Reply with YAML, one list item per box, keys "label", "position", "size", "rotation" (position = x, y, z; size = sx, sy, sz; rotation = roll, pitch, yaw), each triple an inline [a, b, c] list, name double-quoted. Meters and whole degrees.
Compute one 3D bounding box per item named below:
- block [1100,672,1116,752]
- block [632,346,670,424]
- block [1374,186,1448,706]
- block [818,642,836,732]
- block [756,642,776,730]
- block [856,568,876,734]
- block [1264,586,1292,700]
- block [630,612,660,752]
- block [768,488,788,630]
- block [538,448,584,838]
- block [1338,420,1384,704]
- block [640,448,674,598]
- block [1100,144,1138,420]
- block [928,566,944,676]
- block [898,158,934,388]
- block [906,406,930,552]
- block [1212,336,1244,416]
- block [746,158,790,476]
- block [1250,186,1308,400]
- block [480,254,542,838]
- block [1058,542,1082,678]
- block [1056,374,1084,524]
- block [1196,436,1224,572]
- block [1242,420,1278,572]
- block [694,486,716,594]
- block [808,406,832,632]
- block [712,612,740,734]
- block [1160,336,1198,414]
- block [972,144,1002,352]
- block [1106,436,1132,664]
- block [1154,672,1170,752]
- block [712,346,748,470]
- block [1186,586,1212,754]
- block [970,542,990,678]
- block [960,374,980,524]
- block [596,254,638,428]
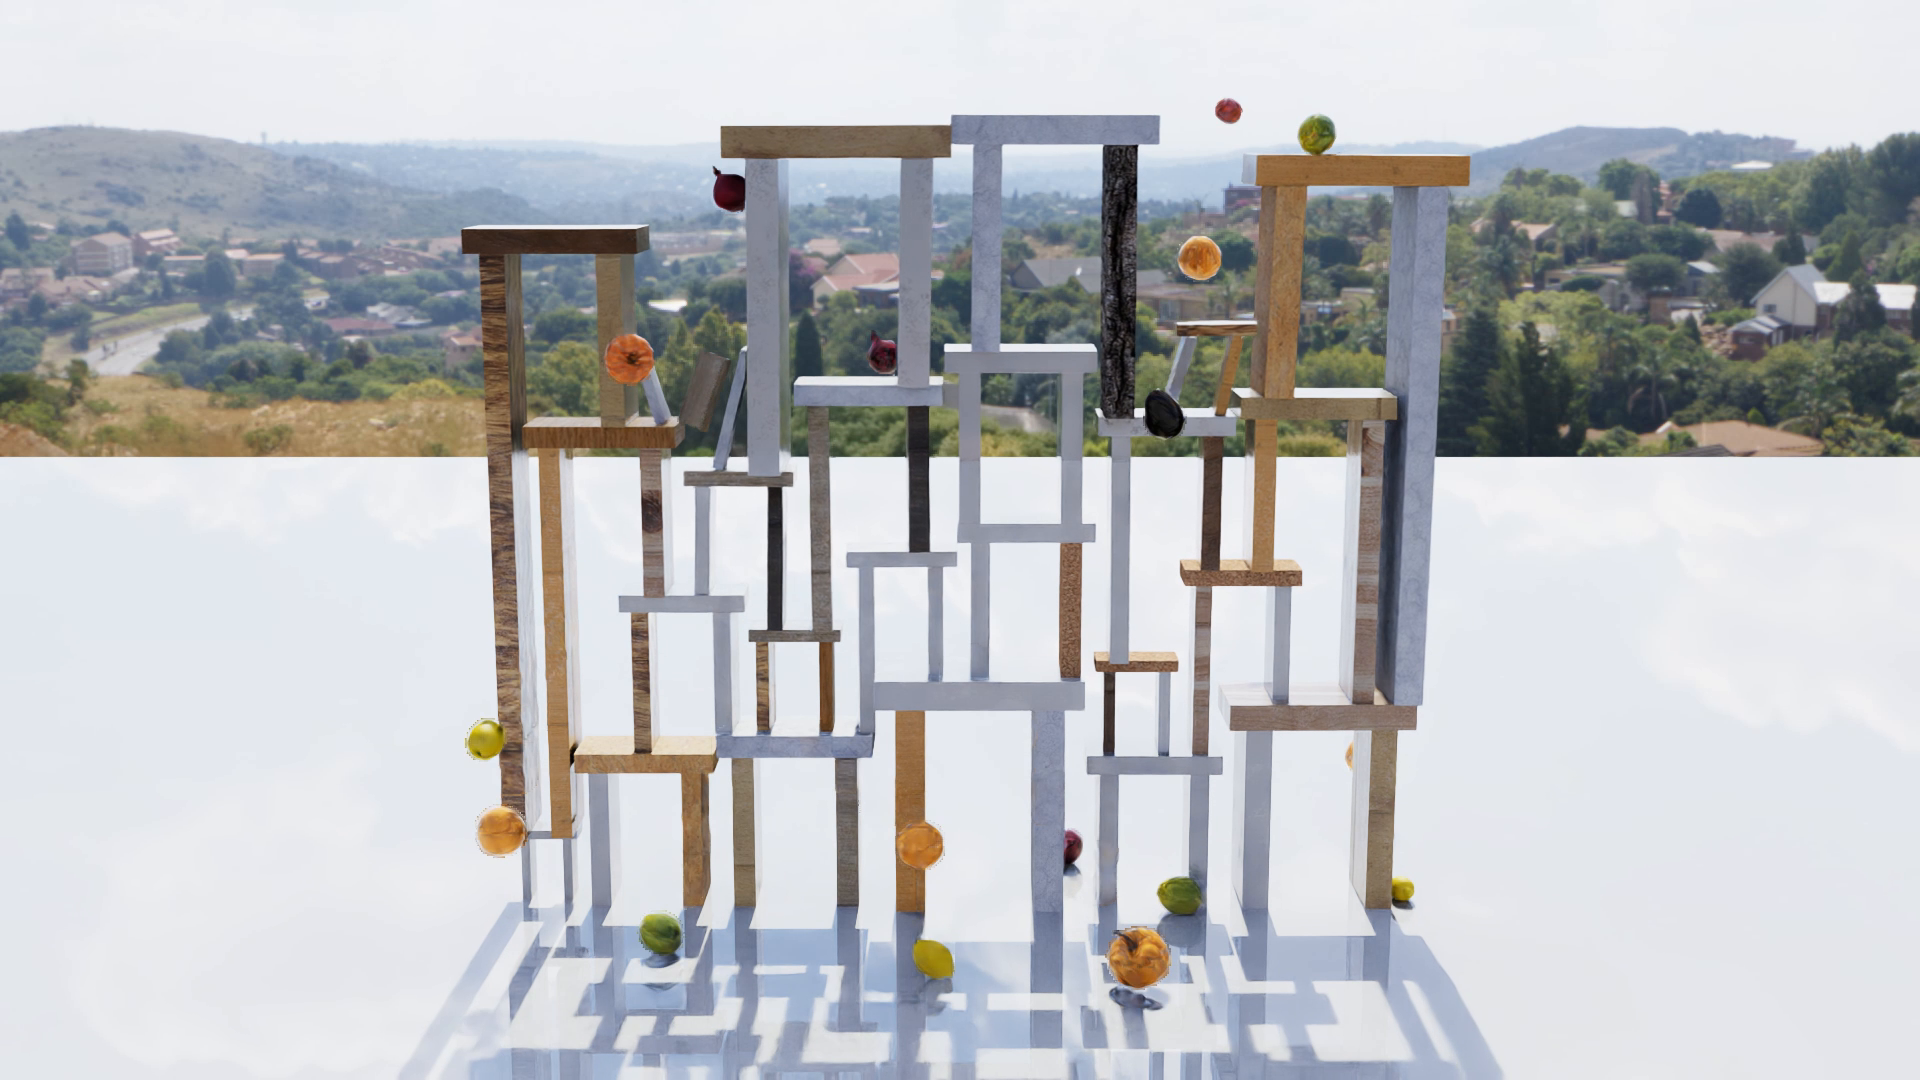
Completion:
- label: "block"
  position: [0.244, 0.275, 3.616]
  size: [0.019, 0.134, 0.067]
  rotation: [0, 11, 0]
- label: "block"
  position: [-0.493, -0.248, 3.510]
  size: [0.017, 0.120, 0.060]
  rotation: [-17, 10, 4]
- label: "block"
  position: [0.720, -0.154, 3.532]
  size: [0.046, 0.823, 0.164]
  rotation: [0, 10, -2]
- label: "block"
  position: [-0.218, 0.232, 3.605]
  size: [0.021, 0.149, 0.075]
  rotation: [0, 10, 0]
- label: "block"
  position: [-0.318, 0.231, 3.612]
  size: [0.021, 0.149, 0.075]
  rotation: [1, 11, 4]
- label: "block"
  position: [-0.154, 0.171, 3.591]
  size: [0.025, 0.275, 0.089]
  rotation: [-1, 10, -5]
- label: "block"
  position: [0.519, 0.158, 3.593]
  size: [0.027, 0.188, 0.094]
  rotation: [0, 10, -1]
- label: "block"
  position: [-0.515, 0.222, 3.602]
  size: [0.029, 0.232, 0.101]
  rotation: [0, 11, 0]
- label: "block"
  position: [-0.296, 0.023, 3.564]
  size: [0.025, 0.234, 0.087]
  rotation: [1, 10, 0]
- label: "block"
  position: [-0.649, 0.159, 3.585]
  size: [0.034, 0.641, 0.120]
  rotation: [0, 11, 0]
- label: "block"
  position: [0.650, 0.025, 3.563]
  size: [0.035, 0.460, 0.123]
  rotation: [0, 10, -1]
- label: "block"
  position: [-0.488, -0.037, 3.545]
  size: [0.034, 0.240, 0.120]
  rotation: [0, 11, 0]
- label: "block"
  position: [0.251, -0.412, 3.489]
  size: [0.045, 0.423, 0.159]
  rotation: [0, 10, 0]
- label: "block"
  position: [-0.039, 0.123, 3.584]
  size: [0.025, 0.178, 0.089]
  rotation: [0, 10, 0]
- label: "block"
  position: [-0.071, -0.427, 3.484]
  size: [0.050, 0.352, 0.176]
  rotation: [1, 10, -1]
- label: "block"
  position: [-0.068, -0.106, 3.548]
  size: [0.033, 0.235, 0.117]
  rotation: [-1, 10, -3]
- label: "block"
  position: [0.427, -0.266, 3.511]
  size: [0.018, 0.126, 0.063]
  rotation: [12, 11, -1]
- label: "block"
  position: [-0.304, -0.357, 3.491]
  size: [0.050, 0.491, 0.176]
  rotation: [1, 10, 1]
- label: "block"
  position: [0.503, -0.397, 3.481]
  size: [0.046, 0.328, 0.164]
  rotation: [2, 10, -1]
- label: "block"
  position: [-0.725, 0.009, 3.559]
  size: [0.038, 0.946, 0.135]
  rotation: [0, 11, 0]
- label: "block"
  position: [0.179, 0.103, 3.576]
  size: [0.031, 0.221, 0.110]
  rotation: [0, 11, 0]
- label: "block"
  position: [0.176, -0.155, 3.533]
  size: [0.034, 0.240, 0.120]
  rotation: [0, 11, -1]
- label: "block"
  position: [0.402, -0.067, 3.550]
  size: [0.031, 0.217, 0.108]
  rotation: [1, 10, 2]
- label: "block"
  position: [0.482, -0.080, 3.542]
  size: [0.035, 0.246, 0.123]
  rotation: [0, 11, 0]
- label: "block"
  position: [-0.412, -0.007, 3.560]
  size: [0.025, 0.175, 0.087]
  rotation: [2, 11, 0]
- label: "block"
  position: [-0.226, -0.042, 3.558]
  size: [0.033, 0.364, 0.117]
  rotation: [-1, 10, -3]
- label: "block"
  position: [-0.382, 0.206, 3.604]
  size: [0.029, 0.202, 0.101]
  rotation: [0, 11, 2]
- label: "block"
  position: [0.348, -0.265, 3.513]
  size: [0.018, 0.126, 0.063]
  rotation: [17, 10, -2]
- label: "block"
  position: [0.042, -0.464, 3.479]
  size: [0.045, 0.319, 0.159]
  rotation: [0, 11, 0]
- label: "block"
  position: [0.257, 0.008, 3.566]
  size: [0.031, 0.370, 0.108]
  rotation: [0, 10, 0]
- label: "block"
  position: [0.333, 0.275, 3.615]
  size: [0.019, 0.134, 0.067]
  rotation: [0, 11, 0]
- label: "block"
  position: [-0.362, -0.211, 3.515]
  size: [0.017, 0.195, 0.060]
  rotation: [15, 10, -2]
- label: "block"
  position: [0.392, 0.203, 3.601]
  size: [0.027, 0.280, 0.094]
  rotation: [0, 10, 1]
- label: "block"
  position: [0.032, 0.103, 3.577]
  size: [0.031, 0.221, 0.110]
  rotation: [0, 11, 0]
- label: "block"
  position: [0.016, -0.155, 3.533]
  size: [0.034, 0.240, 0.120]
  rotation: [0, 11, 0]
- label: "block"
  position: [-0.544, -0.323, 3.497]
  size: [0.038, 0.271, 0.135]
  rotation: [0, 11, 1]
